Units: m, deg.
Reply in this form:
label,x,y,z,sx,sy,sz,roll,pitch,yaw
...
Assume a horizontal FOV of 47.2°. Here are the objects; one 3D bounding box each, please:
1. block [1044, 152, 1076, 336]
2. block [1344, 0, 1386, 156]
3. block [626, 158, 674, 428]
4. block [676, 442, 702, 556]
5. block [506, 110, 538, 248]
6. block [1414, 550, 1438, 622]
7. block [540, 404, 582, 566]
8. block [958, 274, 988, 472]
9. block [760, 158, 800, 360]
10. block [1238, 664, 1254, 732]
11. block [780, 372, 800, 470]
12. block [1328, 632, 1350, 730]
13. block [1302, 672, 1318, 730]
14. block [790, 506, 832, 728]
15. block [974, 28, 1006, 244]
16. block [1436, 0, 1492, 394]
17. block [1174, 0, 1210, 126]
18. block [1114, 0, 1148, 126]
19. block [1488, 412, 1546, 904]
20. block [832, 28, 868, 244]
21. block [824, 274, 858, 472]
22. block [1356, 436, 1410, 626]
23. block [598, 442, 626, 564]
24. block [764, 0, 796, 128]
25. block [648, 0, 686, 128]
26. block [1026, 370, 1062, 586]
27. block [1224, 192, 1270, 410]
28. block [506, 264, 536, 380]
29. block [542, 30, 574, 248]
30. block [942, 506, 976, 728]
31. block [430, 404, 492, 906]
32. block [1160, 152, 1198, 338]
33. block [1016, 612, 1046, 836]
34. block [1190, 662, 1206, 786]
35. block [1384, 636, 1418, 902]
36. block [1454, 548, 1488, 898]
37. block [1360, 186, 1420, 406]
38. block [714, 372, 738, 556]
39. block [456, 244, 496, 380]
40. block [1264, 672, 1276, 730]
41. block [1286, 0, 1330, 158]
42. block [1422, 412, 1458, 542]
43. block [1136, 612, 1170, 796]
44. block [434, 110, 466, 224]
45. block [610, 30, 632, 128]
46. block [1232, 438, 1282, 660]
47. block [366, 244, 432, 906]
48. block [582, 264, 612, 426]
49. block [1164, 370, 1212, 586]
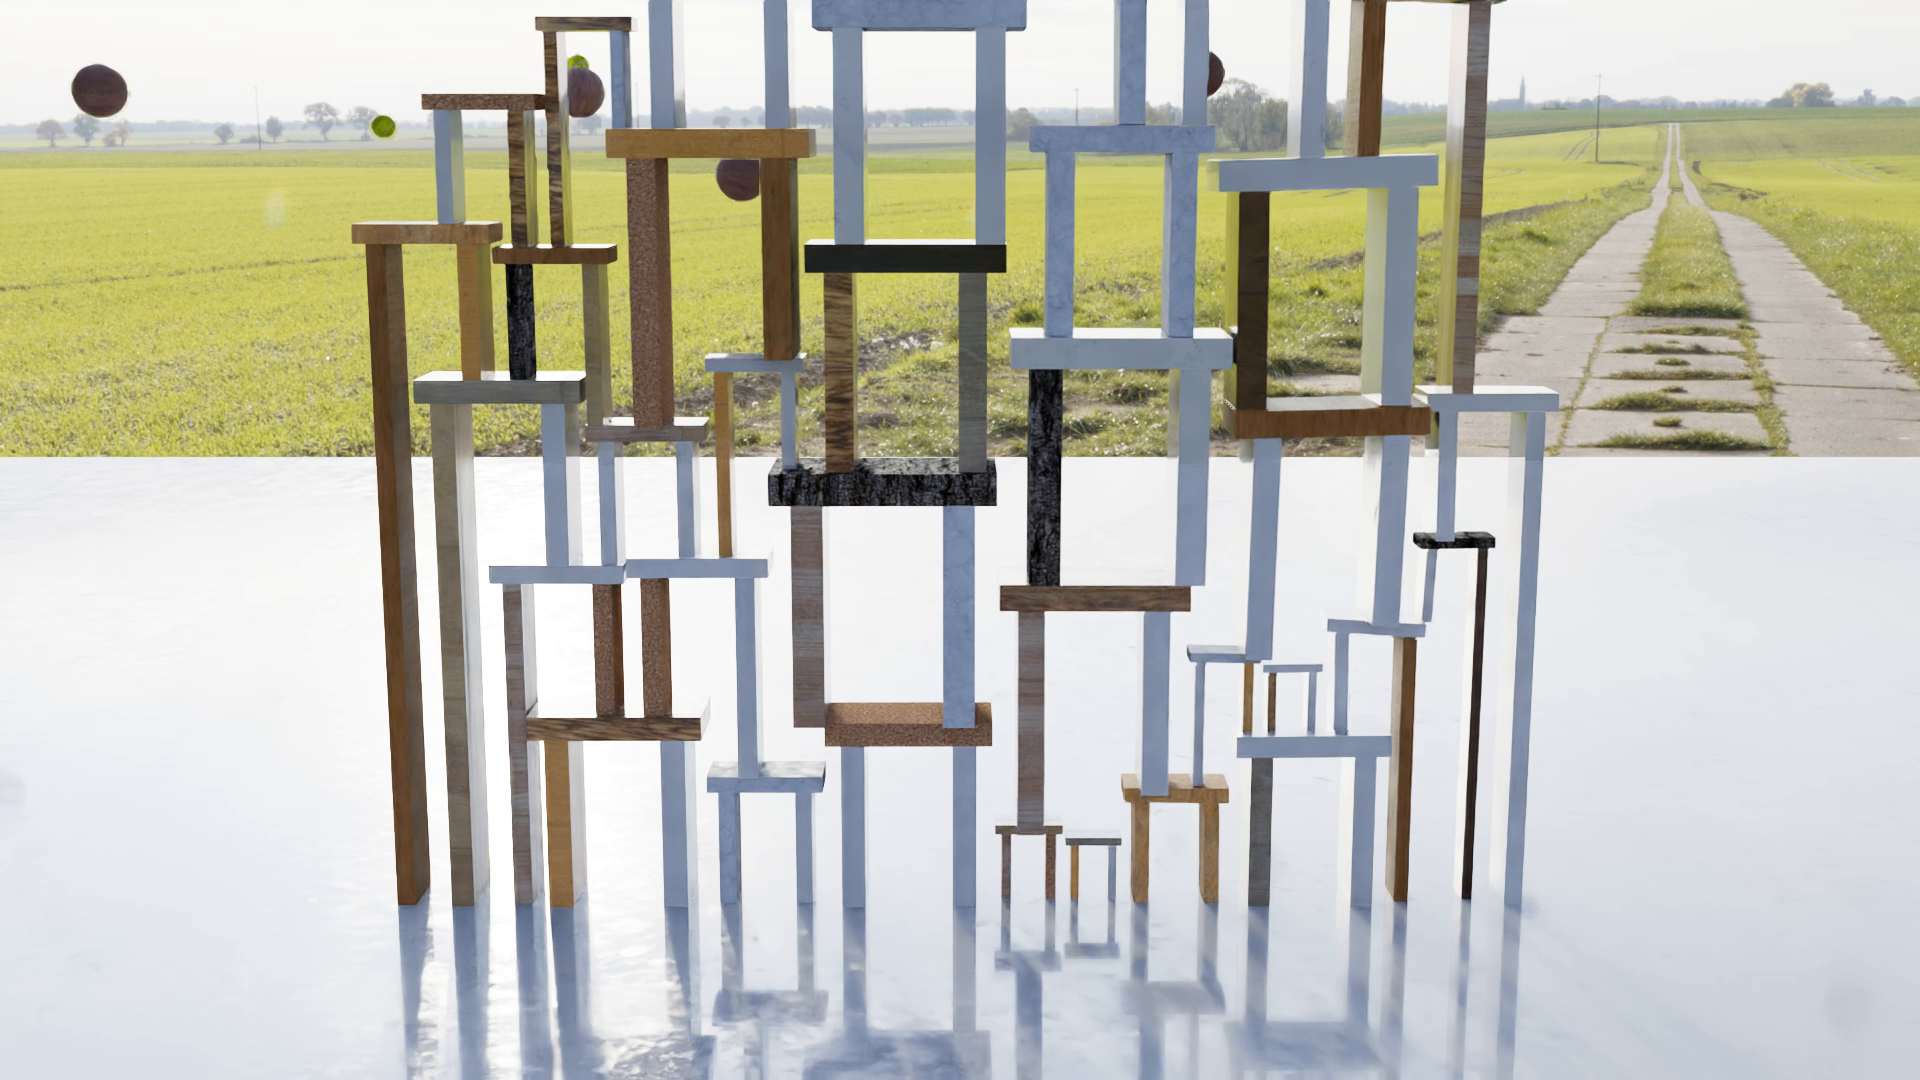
label,x,y,z,sx,sy,sz,roll,pitch,yaw
block,0.157,-0.469,3.472,0.040,0.284,0.142,0,11,0
block,0.632,-0.722,3.429,0.034,0.241,0.121,1,10,0
block,-0.490,-0.395,3.488,0.044,0.417,0.156,0,11,0
block,-0.438,-0.073,3.550,0.026,0.186,0.093,0,11,0
block,-0.686,-0.569,3.456,0.025,0.211,0.087,0,11,1
block,0.758,0.068,3.579,0.017,0.121,0.060,2,11,0
block,-0.641,-0.098,3.545,0.037,0.261,0.131,0,11,0
block,0.020,-0.274,3.513,0.044,0.313,0.157,0,11,0
block,-0.283,-0.447,3.477,0.044,0.311,0.156,0,11,1
block,0.468,0.251,3.601,0.016,0.115,0.058,0,11,0
block,-0.272,-0.196,3.524,0.022,0.156,0.078,0,11,0
block,0.620,0.224,3.609,0.023,0.159,0.080,0,8,2
block,0.573,0.259,3.606,0.014,0.097,0.049,0,11,0
block,-0.242,0.108,3.580,0.051,0.360,0.180,0,11,0
block,0.047,-0.632,3.444,0.046,0.327,0.163,0,11,0
block,0.792,-0.536,3.461,0.034,0.601,0.121,0,11,0
block,0.360,-0.779,3.405,0.038,0.269,0.135,0,11,1
block,0.263,-0.884,3.388,0.041,0.481,0.144,0,10,0
block,0.910,0.189,3.597,0.029,0.815,0.104,0,11,0
block,-0.171,-0.632,3.443,0.046,0.327,0.163,0,11,0
block,-0.189,-0.274,3.513,0.044,0.313,0.157,0,11,0
block,0.683,-0.027,3.554,0.043,0.307,0.153,1,11,0
block,-0.562,-0.067,3.551,0.026,0.199,0.093,0,11,0
block,-0.279,-0.771,3.408,0.037,0.263,0.131,0,11,0
block,-0.454,-0.771,3.409,0.037,0.263,0.131,0,11,0
block,0.135,-0.112,3.534,0.049,0.344,0.172,0,11,0
block,0.454,-0.384,3.489,0.048,0.337,0.168,0,10,0
block,-0.697,-0.351,3.494,0.026,0.181,0.090,0,11,0
block,-0.628,-0.627,3.441,0.021,0.330,0.074,0,11,1
block,-0.002,0.108,3.581,0.051,0.360,0.180,0,11,0
block,-0.815,0.182,3.597,0.037,0.829,0.131,0,11,0
block,0.346,-0.469,3.471,0.040,0.283,0.142,0,11,0
block,0.114,0.283,3.607,0.043,0.372,0.152,0,11,0
block,0.390,0.297,3.610,0.016,0.208,0.058,0,11,0
block,0.727,0.370,3.630,0.023,0.447,0.080,0,11,0
block,0.840,0.299,3.620,0.017,0.590,0.060,0,10,0
block,0.680,-0.390,3.487,0.048,0.337,0.168,0,10,0
block,-0.377,-0.127,3.536,0.022,0.296,0.078,0,11,0
block,-0.768,-0.366,3.489,0.030,0.212,0.106,0,11,0
block,0.508,0.259,3.607,0.014,0.097,0.049,0,11,1
block,0.541,-0.758,3.412,0.038,0.324,0.135,0,11,0
block,0.773,-0.110,3.541,0.029,0.208,0.104,-1,11,0
block,0.315,0.250,3.598,0.043,0.304,0.152,0,11,1
block,-0.801,-0.587,3.454,0.025,0.175,0.087,0,11,0
block,-0.528,-0.716,3.426,0.021,0.148,0.074,0,11,0
block,0.480,0.002,3.559,0.043,0.357,0.153,1,11,-1
block,-0.909,0.060,3.568,0.030,1.079,0.106,0,11,0
block,-0.577,-0.314,3.500,0.026,0.254,0.090,0,11,0
block,0.365,-0.111,3.533,0.049,0.344,0.172,0,11,0
